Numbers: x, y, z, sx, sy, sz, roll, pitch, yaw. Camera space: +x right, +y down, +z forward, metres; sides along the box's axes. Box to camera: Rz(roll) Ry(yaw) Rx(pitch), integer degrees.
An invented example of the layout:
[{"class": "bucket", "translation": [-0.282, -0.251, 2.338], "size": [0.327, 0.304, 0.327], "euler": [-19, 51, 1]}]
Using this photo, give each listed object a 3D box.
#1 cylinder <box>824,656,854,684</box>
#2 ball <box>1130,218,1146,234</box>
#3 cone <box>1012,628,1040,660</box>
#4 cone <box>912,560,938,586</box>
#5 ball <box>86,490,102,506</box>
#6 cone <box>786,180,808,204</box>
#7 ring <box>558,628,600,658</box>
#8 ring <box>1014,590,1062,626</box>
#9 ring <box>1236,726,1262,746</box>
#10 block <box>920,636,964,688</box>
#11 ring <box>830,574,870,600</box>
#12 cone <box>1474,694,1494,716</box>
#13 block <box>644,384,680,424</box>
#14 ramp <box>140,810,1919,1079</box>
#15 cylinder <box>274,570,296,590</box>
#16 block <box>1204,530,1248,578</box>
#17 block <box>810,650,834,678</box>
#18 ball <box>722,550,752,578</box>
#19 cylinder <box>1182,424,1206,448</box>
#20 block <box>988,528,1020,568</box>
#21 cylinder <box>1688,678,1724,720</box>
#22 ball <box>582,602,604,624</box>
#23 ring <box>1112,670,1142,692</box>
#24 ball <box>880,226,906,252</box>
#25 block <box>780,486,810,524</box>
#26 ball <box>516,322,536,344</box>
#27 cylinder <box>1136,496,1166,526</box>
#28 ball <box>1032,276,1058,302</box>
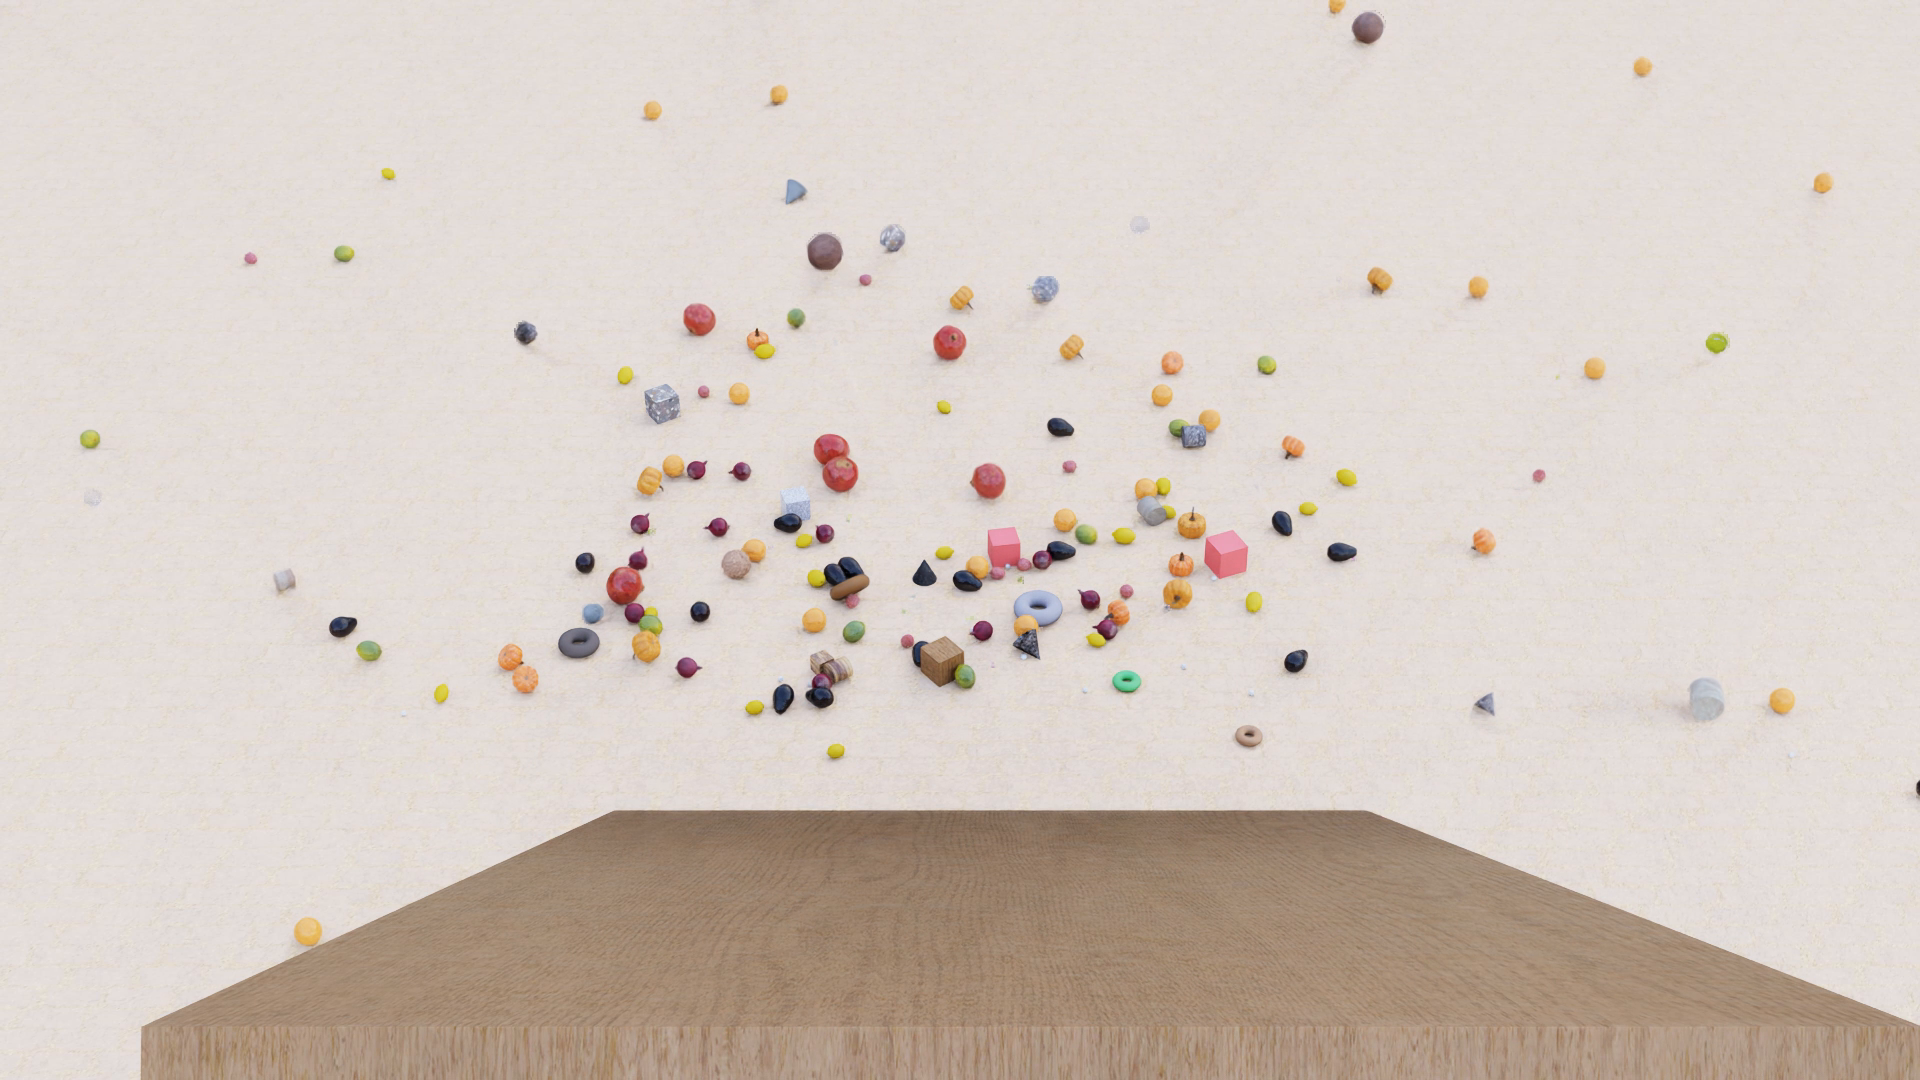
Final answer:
[{"class": "cylinder", "translation": [-0.349, 0.373, 7.455], "size": [0.063, 0.063, 0.063], "euler": [-23, 42, -27]}, {"class": "ball", "translation": [0.652, -1.145, 9.489], "size": [0.060, 0.060, 0.060], "euler": [0, 37, 0]}, {"class": "cone", "translation": [0.210, 0.316, 7.553], "size": [0.083, 0.083, 0.083], "euler": [-25, 70, -30]}, {"class": "cone", "translation": [-0.107, 0.086, 7.828], "size": [0.076, 0.076, 0.076], "euler": [0, 37, 0]}, {"class": "ball", "translation": [-2.711, -0.132, 8.141], "size": [0.051, 0.051, 0.051], "euler": [0, 37, 0]}, {"class": "cone", "translation": [-0.628, -1.282, 9.691], "size": [0.087, 0.087, 0.087], "euler": [21, 68, 25]}, {"class": "ring", "translation": [-1.110, 0.299, 7.573], "size": [0.121, 0.040, 0.121], "euler": [0, 35, 0]}, {"class": "ring", "translation": [0.231, 0.201, 7.698], "size": [0.146, 0.049, 0.146], "euler": [0, 36, 0]}, {"class": "ring", "translation": [0.806, 0.546, 7.255], "size": [0.077, 0.026, 0.077], "euler": [1, 37, -1]}, {"class": "block", "translation": [-0.050, 0.348, 7.466], "size": [0.090, 0.090, 0.090], "euler": [-24, 43, -29]}, {"class": "ring", "translation": [-0.328, 0.141, 7.737], "size": [0.128, 0.128, 0.043], "euler": [-23, 86, -28]}, {"class": "cone", "translation": [1.495, 0.474, 7.351], "size": [0.059, 0.059, 0.059], "euler": [-22, 69, -26]}, {"class": "block", "translation": [-0.976, -0.447, 8.534], "size": [0.084, 0.084, 0.084], "euler": [-22, 42, -26]}, {"class": "ramp", "translation": [0.081, 0.682, 4.916], "size": [2.000, 0.100, 4.000], "euler": [0, -2, 0]}, {"class": "cylinder", "translation": [-2.026, 0.120, 7.803], "size": [0.052, 0.052, 0.052], "euler": [-20, 41, -25]}, {"class": "block", "translation": [0.805, 0.044, 7.870], "size": [0.094, 0.094, 0.094], "euler": [-15, 39, -20]}, {"class": "block", "translation": [-0.396, 0.356, 7.488], "size": [0.051, 0.051, 0.051], "euler": [-23, 42, -27]}, {"class": "ball", "translation": [-0.673, 0.073, 7.837], "size": [0.088, 0.088, 0.088], "euler": [0, 37, 0]}, {"class": "cylinder", "translation": [0.755, -0.336, 8.399], "size": [0.069, 0.069, 0.069], "euler": [-4, 37, -5]}, {"class": "block", "translation": [0.133, 0.023, 7.905], "size": [0.085, 0.085, 0.085], "euler": [-6, 37, -8]}, {"class": "cylinder", "translation": [2.104, 0.448, 7.336], "size": [0.086, 0.086, 0.086], "euler": [4, 37, 5]}, {"class": "ball", "translation": [-1.081, 0.215, 7.668], "size": [0.061, 0.061, 0.061], "euler": [0, 37, 0]}, {"class": "ring", "translation": [0.477, 0.404, 7.444], "size": [0.083, 0.028, 0.083], "euler": [0, 35, 0]}, {"class": "ball", "translation": [-0.243, -1.087, 9.385], "size": [0.092, 0.092, 0.092], "euler": [0, 37, 0]}, {"class": "block", "translation": [-0.512, -0.109, 8.090], "size": [0.076, 0.076, 0.076], "euler": [-11, 38, -14]}, {"class": "ball", "translation": [-1.483, -0.708, 8.896], "size": [0.071, 0.071, 0.071], "euler": [0, 37, 0]}, {"class": "cylinder", "translation": [0.595, -0.090, 8.071], "size": [0.069, 0.069, 0.069], "euler": [-15, 39, -20]}, {"class": "ball", "translation": [0.297, -0.877, 9.105], "size": [0.090, 0.090, 0.090], "euler": [0, 37, 0]}]
